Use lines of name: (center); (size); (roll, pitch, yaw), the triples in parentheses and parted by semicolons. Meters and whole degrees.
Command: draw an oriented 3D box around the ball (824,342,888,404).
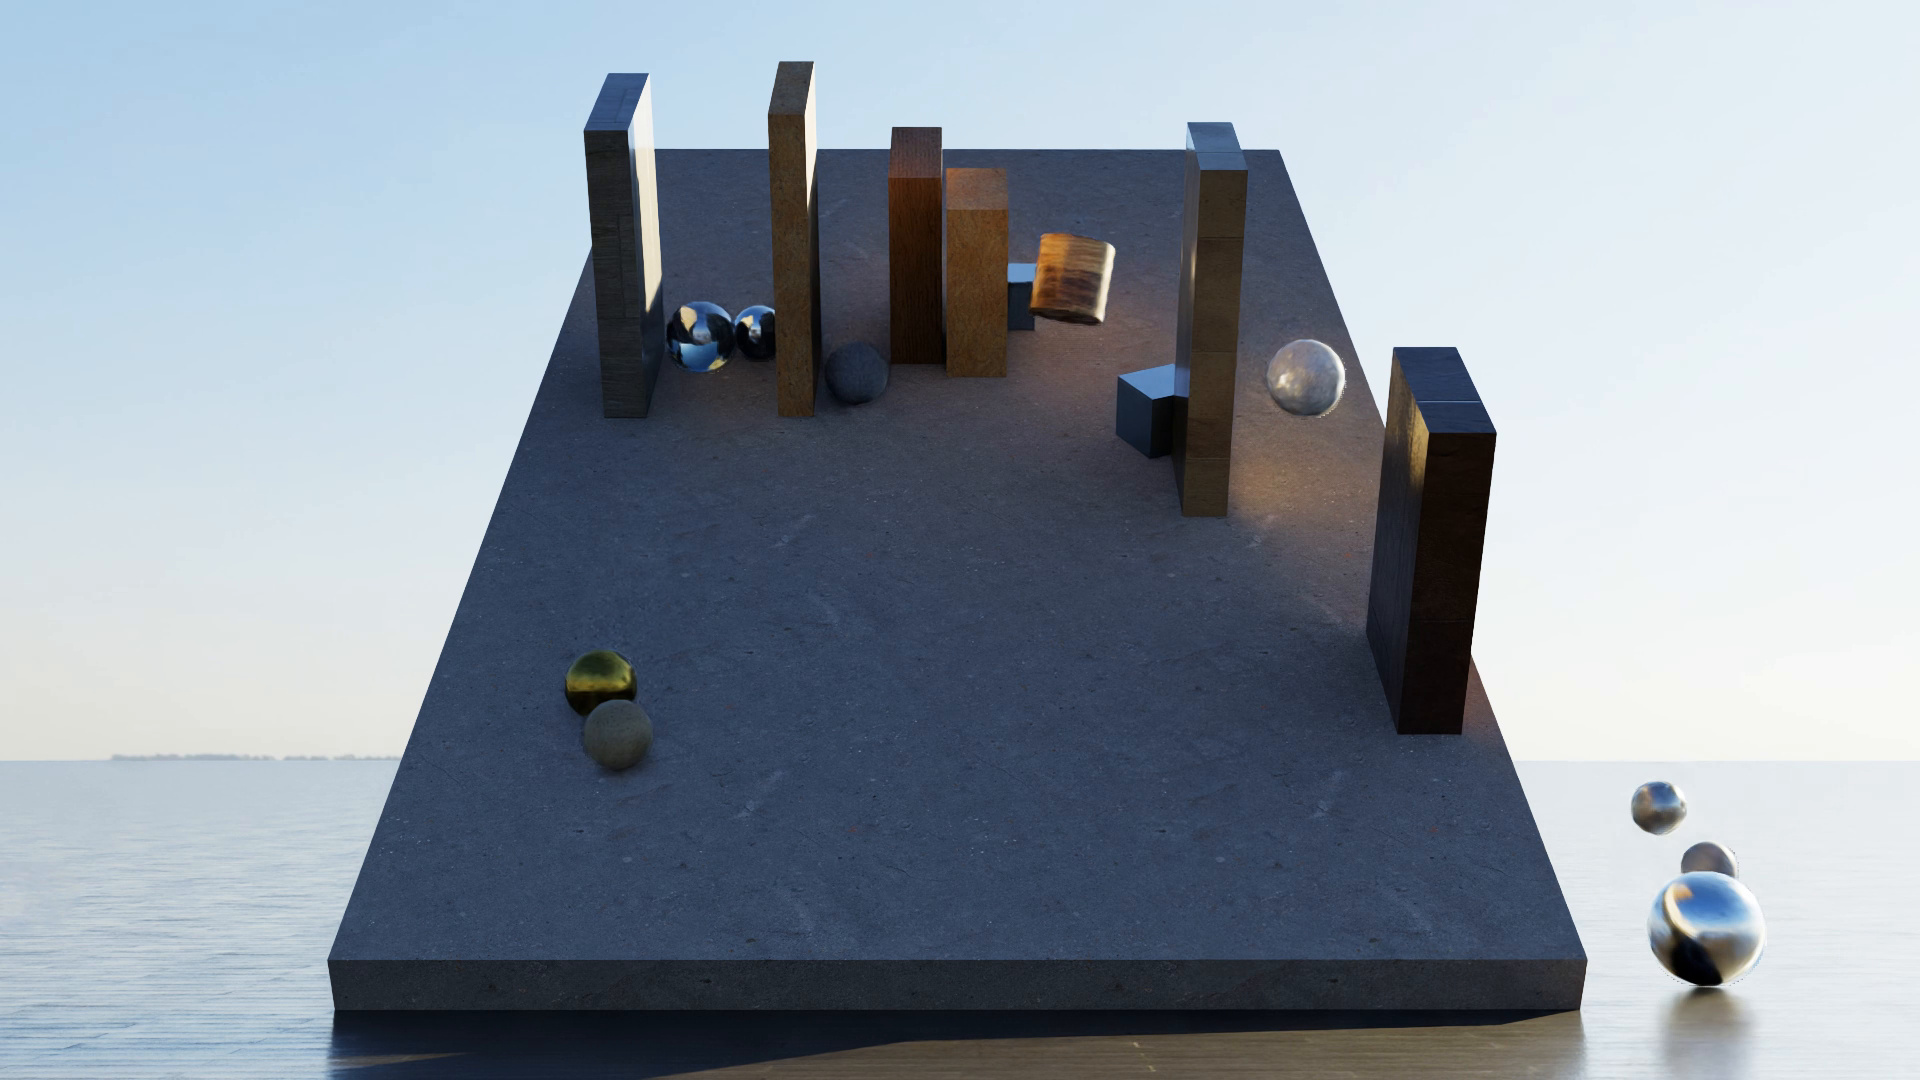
ball: (-0.245, -0.394, 5.627); (0.150, 0.150, 0.150); (0, -5, 0)

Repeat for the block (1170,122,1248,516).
block: (0.528, -0.468, 5.095); (0.095, 0.781, 0.308); (0, 28, 0)

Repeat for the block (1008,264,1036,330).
block: (0.128, -0.621, 6.080); (0.130, 0.130, 0.130); (1, 28, 2)

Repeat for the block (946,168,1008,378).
block: (0.040, -0.654, 5.822); (0.145, 0.429, 0.295); (0, 28, 0)

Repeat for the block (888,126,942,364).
block: (-0.108, -0.735, 5.920); (0.126, 0.480, 0.386); (0, 28, 0)

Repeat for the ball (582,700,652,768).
ball: (-0.610, 0.346, 4.250); (0.124, 0.124, 0.124); (0, -5, 0)

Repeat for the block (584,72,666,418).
block: (-0.783, -0.695, 5.606); (0.098, 0.698, 0.431); (0, 28, 0)

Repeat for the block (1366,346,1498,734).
block: (0.861, -0.001, 4.394); (0.117, 0.611, 0.374); (0, 28, 0)

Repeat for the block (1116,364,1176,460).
block: (0.460, -0.295, 5.444); (0.148, 0.148, 0.148); (-14, 31, -25)

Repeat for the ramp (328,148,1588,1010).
ramp: (-0.011, -0.223, 5.572); (2.000, 0.100, 4.000); (0, 28, 0)

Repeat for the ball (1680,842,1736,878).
ball: (1.546, 0.678, 4.924); (0.111, 0.111, 0.111); (0, -5, 0)

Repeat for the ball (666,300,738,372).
ball: (-0.628, -0.494, 5.788); (0.173, 0.173, 0.173); (0, -5, 0)

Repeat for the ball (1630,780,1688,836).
ball: (1.370, 0.525, 4.674); (0.108, 0.108, 0.108); (0, -5, 0)

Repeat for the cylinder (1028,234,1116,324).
cylinder: (0.277, -0.646, 5.906); (0.186, 0.186, 0.186); (10, -4, 1)

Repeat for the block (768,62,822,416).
block: (-0.385, -0.708, 5.598); (0.083, 0.731, 0.407); (0, 28, 0)

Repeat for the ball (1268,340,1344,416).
ball: (0.809, -0.378, 5.571); (0.180, 0.180, 0.180); (0, -5, 0)

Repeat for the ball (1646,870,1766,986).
ball: (1.323, 0.689, 4.230); (0.203, 0.203, 0.203); (0, -5, 0)

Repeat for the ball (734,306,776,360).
ball: (-0.494, -0.510, 5.863); (0.134, 0.134, 0.134); (0, -5, 0)

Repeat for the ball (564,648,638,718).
ball: (-0.661, 0.267, 4.387); (0.135, 0.135, 0.135); (0, -5, 0)
